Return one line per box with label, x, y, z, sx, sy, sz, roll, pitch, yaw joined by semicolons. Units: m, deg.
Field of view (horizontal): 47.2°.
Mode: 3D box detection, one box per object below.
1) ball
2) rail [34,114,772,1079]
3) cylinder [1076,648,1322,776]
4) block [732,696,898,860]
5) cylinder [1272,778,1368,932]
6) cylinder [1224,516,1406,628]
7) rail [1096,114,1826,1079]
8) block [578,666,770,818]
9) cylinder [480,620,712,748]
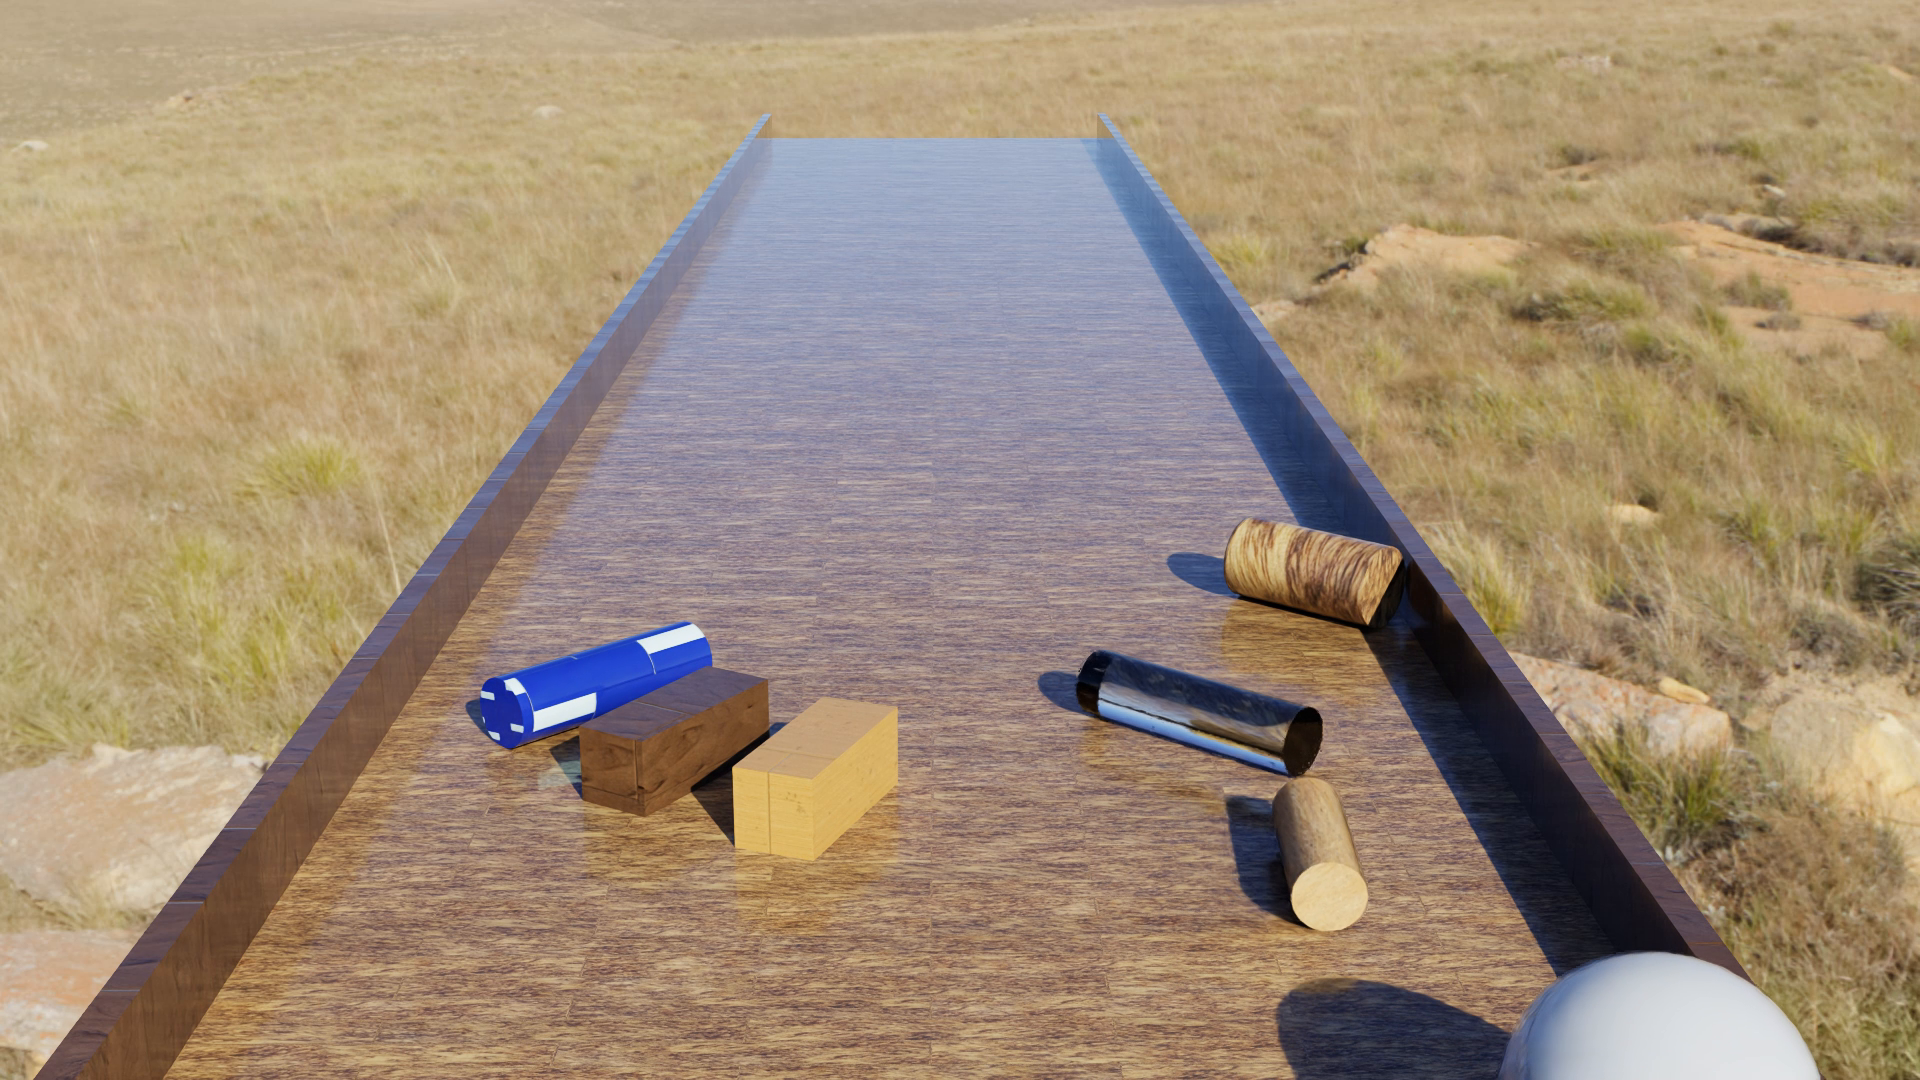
ball;0.780;0.639;2.456;0.354;0.354;0.354;0;17;0
rail;-1.118;-0.838;7.780;0.050;0.150;12.000;0;17;-1
cylinder;0.428;0.308;3.974;0.456;0.124;0.124;14;22;40
block;-0.235;0.392;3.663;0.140;0.140;0.343;6;18;21
cylinder;0.554;0.482;3.407;0.112;0.112;0.321;1;17;3
cylinder;0.755;0.066;4.697;0.345;0.176;0.176;14;22;40
rail;0.932;-0.844;7.801;0.050;0.150;12.000;0;17;-1
block;-0.492;0.345;3.828;0.136;0.136;0.351;10;19;30
cylinder;-0.673;0.266;4.102;0.132;0.132;0.438;15;22;41
